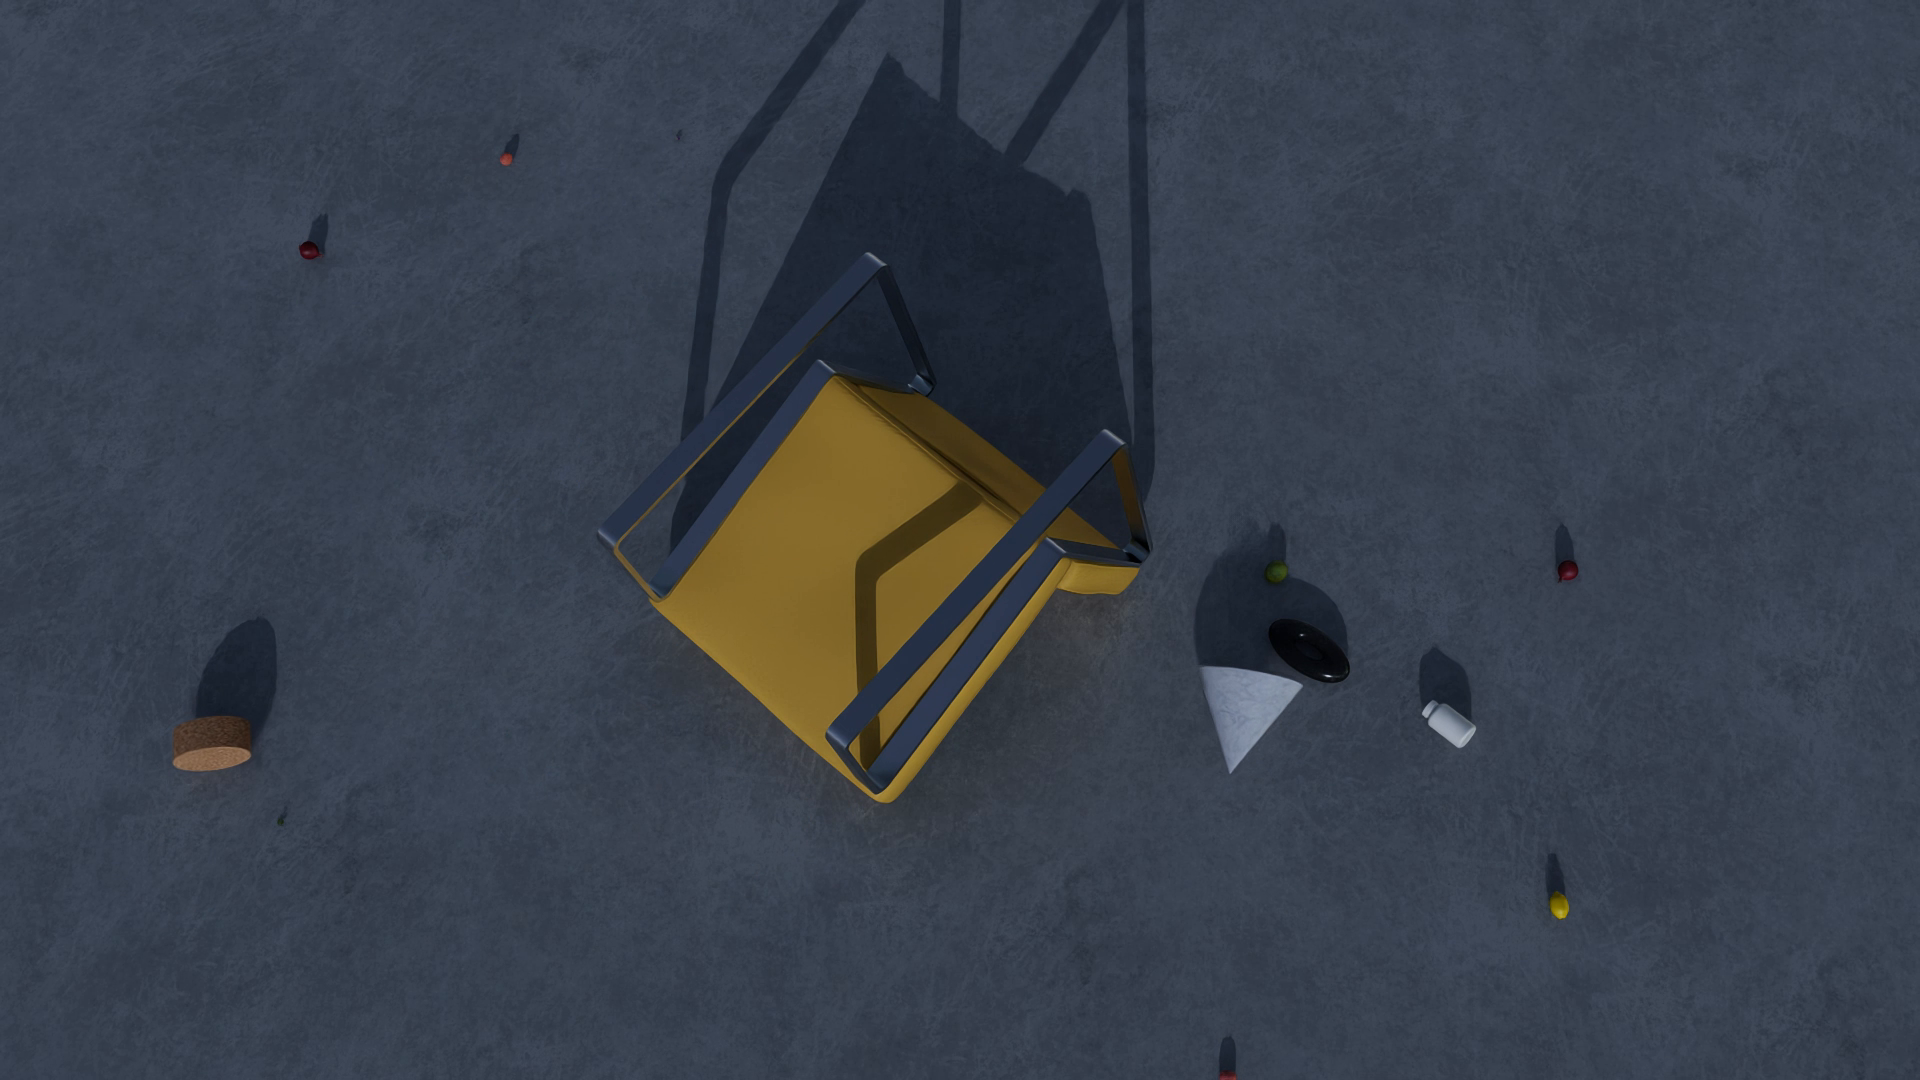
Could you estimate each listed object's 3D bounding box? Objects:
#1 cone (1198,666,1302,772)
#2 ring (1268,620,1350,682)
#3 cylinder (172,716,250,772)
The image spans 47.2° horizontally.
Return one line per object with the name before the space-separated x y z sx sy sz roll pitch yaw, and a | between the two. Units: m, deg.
cone | 0.785 0.521 6.173 0.303 0.166 0.285 8 73 22
ring | 1.004 0.318 6.324 0.270 0.062 0.144 36 64 22
cylinder | -2.082 0.566 6.119 0.209 0.124 0.099 -8 56 -8
